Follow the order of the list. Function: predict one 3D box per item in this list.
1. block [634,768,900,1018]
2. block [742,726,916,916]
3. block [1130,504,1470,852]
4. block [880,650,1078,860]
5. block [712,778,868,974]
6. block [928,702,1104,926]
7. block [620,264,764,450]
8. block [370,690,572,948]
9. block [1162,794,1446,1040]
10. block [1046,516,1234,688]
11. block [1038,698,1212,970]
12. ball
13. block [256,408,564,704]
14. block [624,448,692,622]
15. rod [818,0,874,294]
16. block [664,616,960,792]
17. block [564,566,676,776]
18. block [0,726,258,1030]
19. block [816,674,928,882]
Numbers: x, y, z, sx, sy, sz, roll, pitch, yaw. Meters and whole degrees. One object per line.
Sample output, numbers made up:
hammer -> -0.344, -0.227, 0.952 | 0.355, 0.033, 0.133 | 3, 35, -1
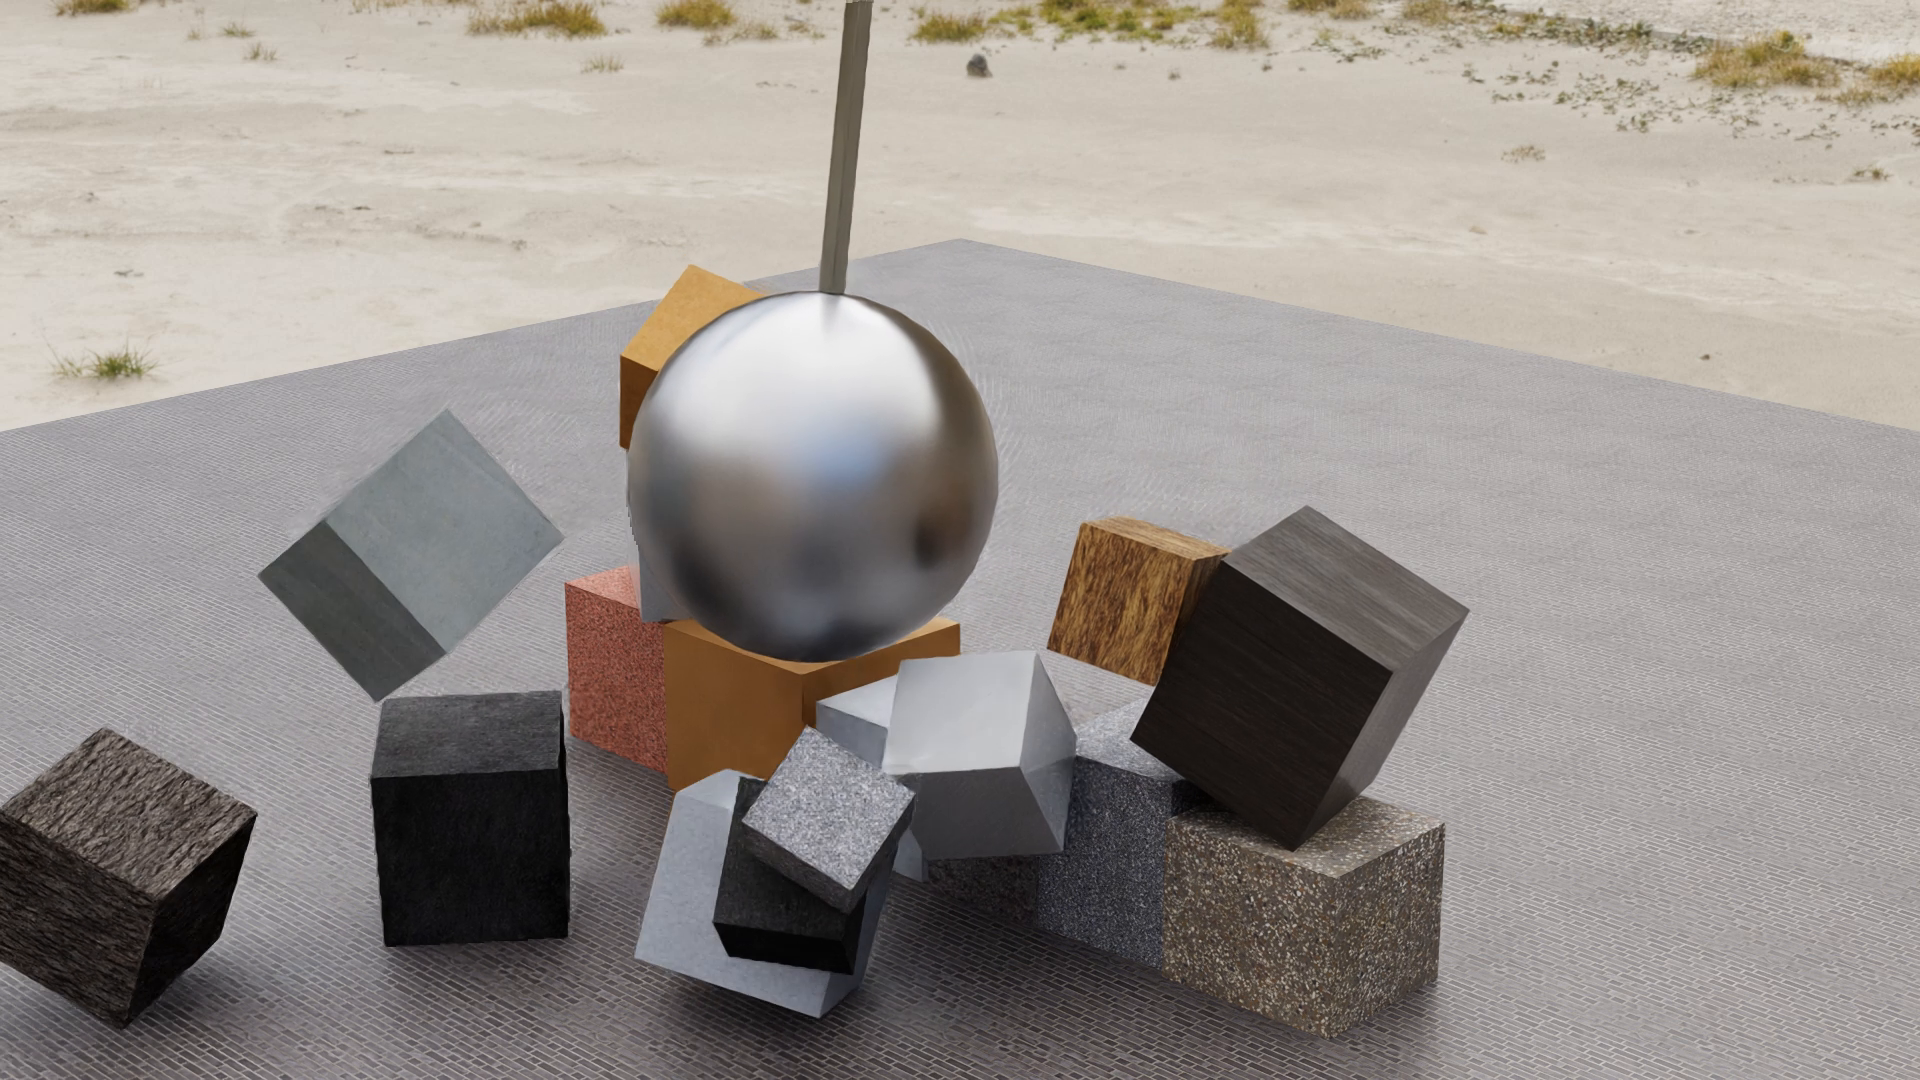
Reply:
block -> -0.778, 1.442, 12.102 | 0.805, 0.707, 0.682 | 16, 7, 11
block -> -0.489, 1.043, 10.879 | 0.474, 0.436, 0.403 | 31, -19, 8
block -> 1.414, 0.560, 12.184 | 0.826, 0.934, 0.874 | 34, 29, 17
block -> 0.089, 0.905, 12.278 | 0.596, 0.637, 0.585 | -5, 50, 18
block -> -0.629, 1.301, 11.321 | 0.494, 0.570, 0.568 | 8, -20, 5
block -> 0.321, 1.204, 13.261 | 0.616, 0.751, 0.709 | 13, 22, 37
block -> -1.155, -0.745, 13.749 | 0.628, 0.659, 0.657 | 24, 54, 11
block -> -2.141, 1.221, 12.942 | 0.789, 0.829, 0.759 | -2, 23, -6
block -> 1.442, 1.514, 12.333 | 0.869, 0.715, 0.781 | 15, 23, 40
block -> 0.763, 0.251, 12.352 | 0.510, 0.556, 0.541 | 19, 11, 21
block -> 0.850, 1.278, 12.836 | 0.712, 0.865, 0.729 | 14, 22, 38
ball -> -0.630, -0.271, 12.596 | 1.600, 1.600, 1.600 | 0, 17, 0
block -> -2.278, 0.068, 12.181 | 0.679, 0.724, 0.798 | -30, 14, 49
block -> -1.198, -0.229, 14.615 | 0.882, 0.991, 0.919 | -4, 17, -10
rod -> -0.273, -3.586, 11.928 | 0.080, 5.200, 0.080 | 17, 15, 42
block -> -0.720, 0.811, 14.354 | 0.997, 0.845, 1.039 | 17, 24, 42
block -> -1.397, 0.617, 14.996 | 0.841, 0.830, 0.888 | -17, 24, -42
block -> -3.507, 1.392, 12.140 | 0.761, 0.732, 0.729 | 28, 31, 7
block -> -0.126, 1.069, 13.783 | 0.703, 0.695, 0.835 | 17, 24, 42
